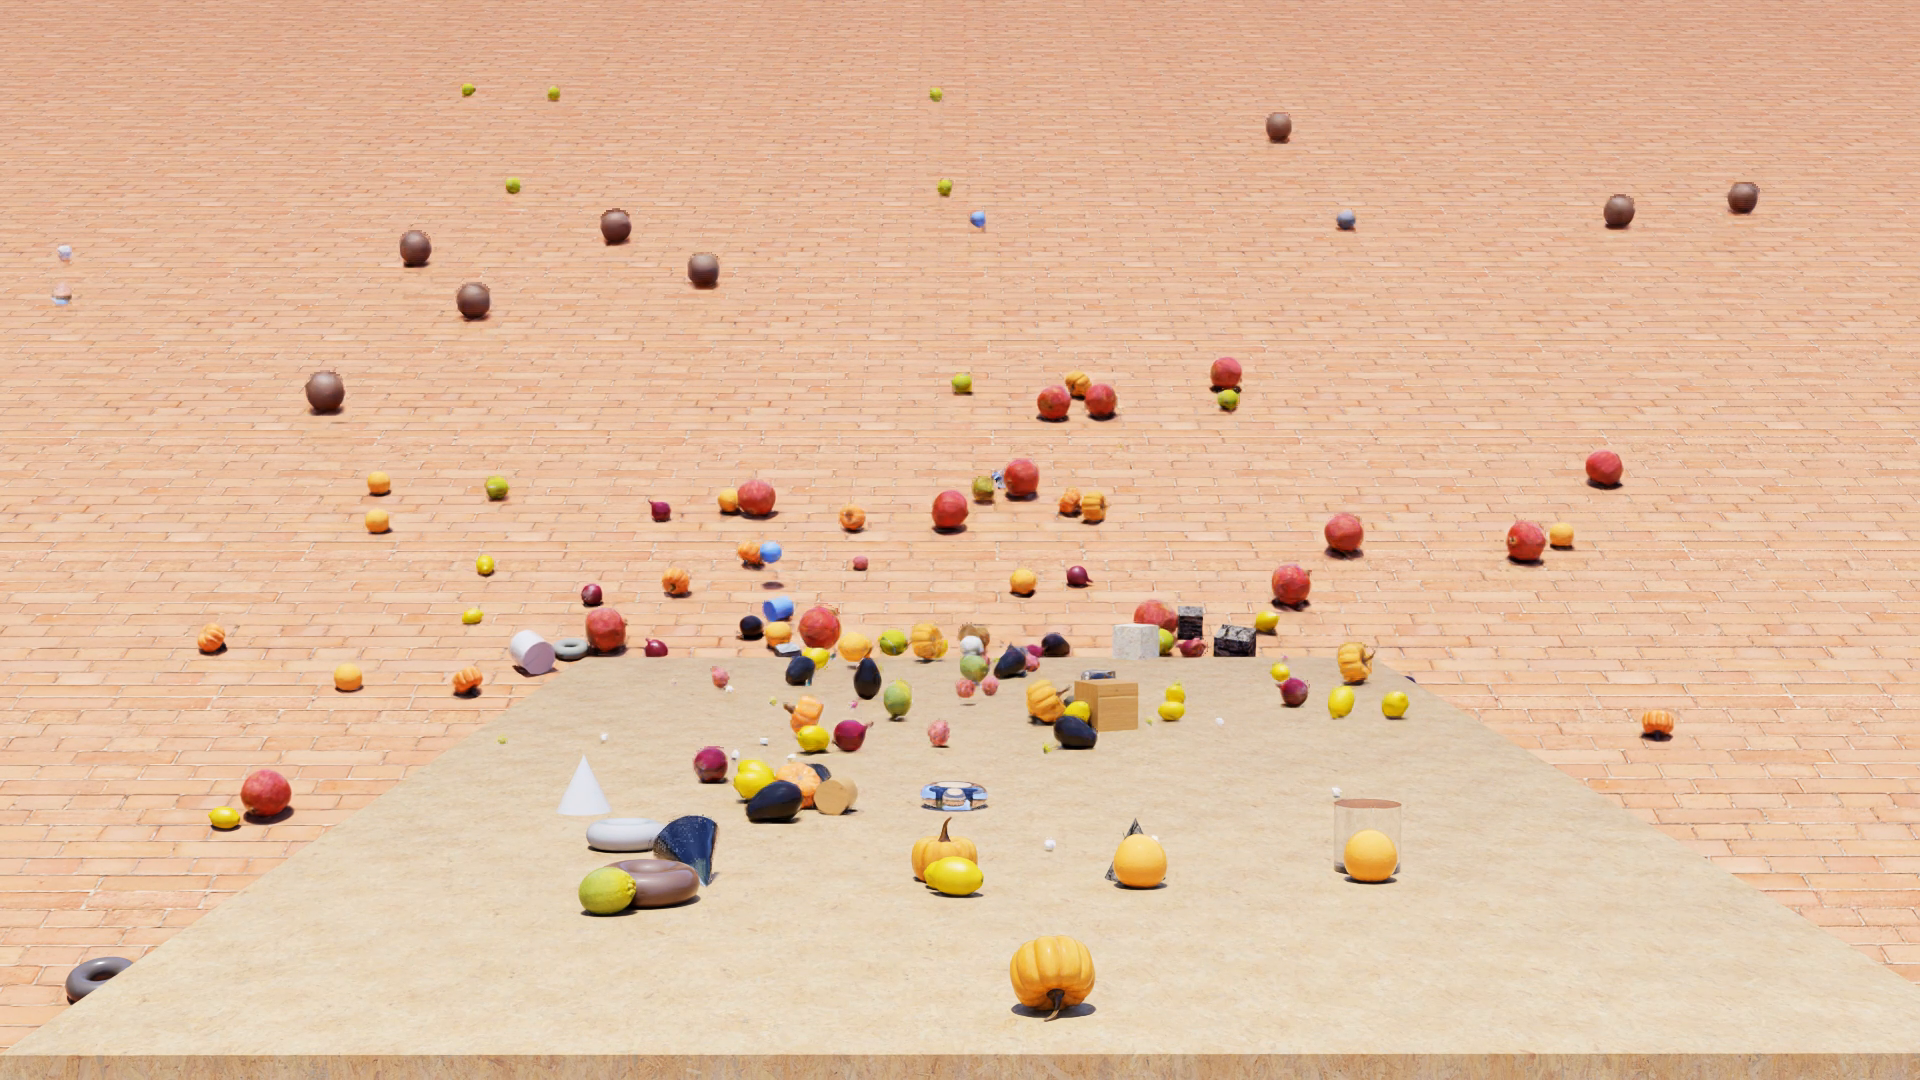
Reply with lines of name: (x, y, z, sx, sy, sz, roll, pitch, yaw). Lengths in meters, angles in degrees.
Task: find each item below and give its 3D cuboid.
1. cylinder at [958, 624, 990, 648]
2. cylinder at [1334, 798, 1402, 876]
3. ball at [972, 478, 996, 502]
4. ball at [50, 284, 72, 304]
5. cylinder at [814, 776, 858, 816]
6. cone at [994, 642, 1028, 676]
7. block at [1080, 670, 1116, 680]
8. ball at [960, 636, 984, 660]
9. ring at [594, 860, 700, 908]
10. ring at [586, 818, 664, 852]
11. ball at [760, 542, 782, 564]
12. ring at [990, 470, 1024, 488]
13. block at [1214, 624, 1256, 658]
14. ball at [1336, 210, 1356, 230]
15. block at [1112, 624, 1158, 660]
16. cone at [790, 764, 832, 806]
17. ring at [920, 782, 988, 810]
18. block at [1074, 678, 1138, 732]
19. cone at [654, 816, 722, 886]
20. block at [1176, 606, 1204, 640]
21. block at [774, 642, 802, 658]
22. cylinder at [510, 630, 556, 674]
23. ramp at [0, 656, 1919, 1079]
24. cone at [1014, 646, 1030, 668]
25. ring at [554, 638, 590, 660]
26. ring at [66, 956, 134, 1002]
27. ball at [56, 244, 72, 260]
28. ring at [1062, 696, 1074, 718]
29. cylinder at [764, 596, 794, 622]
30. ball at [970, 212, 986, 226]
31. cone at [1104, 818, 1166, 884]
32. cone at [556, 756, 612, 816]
cylinder: (0.037, 0.255, 6.773, 0.062, 0.062, 0.062, 13, 3, 29)
cylinder: (0.560, 0.408, 3.531, 0.092, 0.092, 0.092, 0, 3, 0)
ball: (0.072, -0.152, 7.828, 0.072, 0.072, 0.072, 0, 22, 0)
ball: (-3.429, -0.936, 9.810, 0.078, 0.078, 0.078, 0, 22, 0)
cylinder: (-0.194, 0.400, 4.036, 0.055, 0.055, 0.055, 5, 4, 12)
cone: (0.121, 0.281, 6.095, 0.078, 0.078, 0.078, 0, 3, 0)
block: (0.303, 0.316, 5.623, 0.058, 0.058, 0.058, 1, 3, 26)
ball: (0.029, 0.270, 6.478, 0.060, 0.060, 0.060, 0, 22, 0)
ring: (-0.405, 0.443, 3.319, 0.137, 0.046, 0.137, 1, 4, 0)
ring: (-0.483, 0.426, 3.718, 0.115, 0.038, 0.115, 0, 2, 0)
ball: (-0.529, 0.034, 7.183, 0.062, 0.062, 0.062, 0, 22, 0)
ring: (0.148, -0.190, 7.975, 0.108, 0.036, 0.108, 1, 20, 0)
block: (0.716, 0.284, 6.695, 0.092, 0.092, 0.092, 7, 23, 18)
ball: (1.631, -1.352, 10.861, 0.081, 0.081, 0.081, 0, 22, 0)
block: (0.444, 0.257, 6.491, 0.084, 0.084, 0.084, 2, 4, 37)
cone: (-0.235, 0.408, 4.127, 0.071, 0.071, 0.071, -4, 30, -9)
ring: (-0.009, 0.407, 4.093, 0.108, 0.036, 0.108, 1, 3, 0)
block: (0.290, 0.326, 5.091, 0.092, 0.092, 0.092, -2, 3, -27)
cone: (-0.353, 0.437, 3.451, 0.096, 0.096, 0.096, -8, 32, -19)
block: (0.616, 0.222, 6.885, 0.068, 0.068, 0.068, 2, 22, 5)
block: (-0.448, 0.305, 6.694, 0.054, 0.054, 0.054, -9, 23, -21)
cylinder: (-1.111, 0.291, 6.678, 0.090, 0.090, 0.090, -13, 25, -30)
ramp: (0.050, 0.452, 4.532, 2.000, 0.100, 4.000, 0, 3, 0)
cone: (0.149, 0.299, 6.252, 0.058, 0.058, 0.058, -4, 30, -10)
ring: (-1.025, 0.287, 6.771, 0.097, 0.032, 0.097, 1, 21, 0)
ring: (-1.736, 0.893, 5.209, 0.148, 0.049, 0.148, -1, 21, 0)
ball: (-3.626, -1.164, 10.407, 0.063, 0.063, 0.063, 0, 22, 0)
ring: (0.276, 0.342, 5.253, 0.135, 0.045, 0.135, 1, 3, 0)
cylinder: (-0.492, 0.187, 6.985, 0.059, 0.059, 0.059, -17, 27, -37)
ball: (0.077, -1.362, 10.904, 0.066, 0.066, 0.066, 0, 22, 0)
cone: (0.237, 0.416, 3.475, 0.083, 0.083, 0.083, 0, 3, 0)
cone: (-0.593, 0.383, 4.053, 0.089, 0.089, 0.089, 0, 3, 0)
